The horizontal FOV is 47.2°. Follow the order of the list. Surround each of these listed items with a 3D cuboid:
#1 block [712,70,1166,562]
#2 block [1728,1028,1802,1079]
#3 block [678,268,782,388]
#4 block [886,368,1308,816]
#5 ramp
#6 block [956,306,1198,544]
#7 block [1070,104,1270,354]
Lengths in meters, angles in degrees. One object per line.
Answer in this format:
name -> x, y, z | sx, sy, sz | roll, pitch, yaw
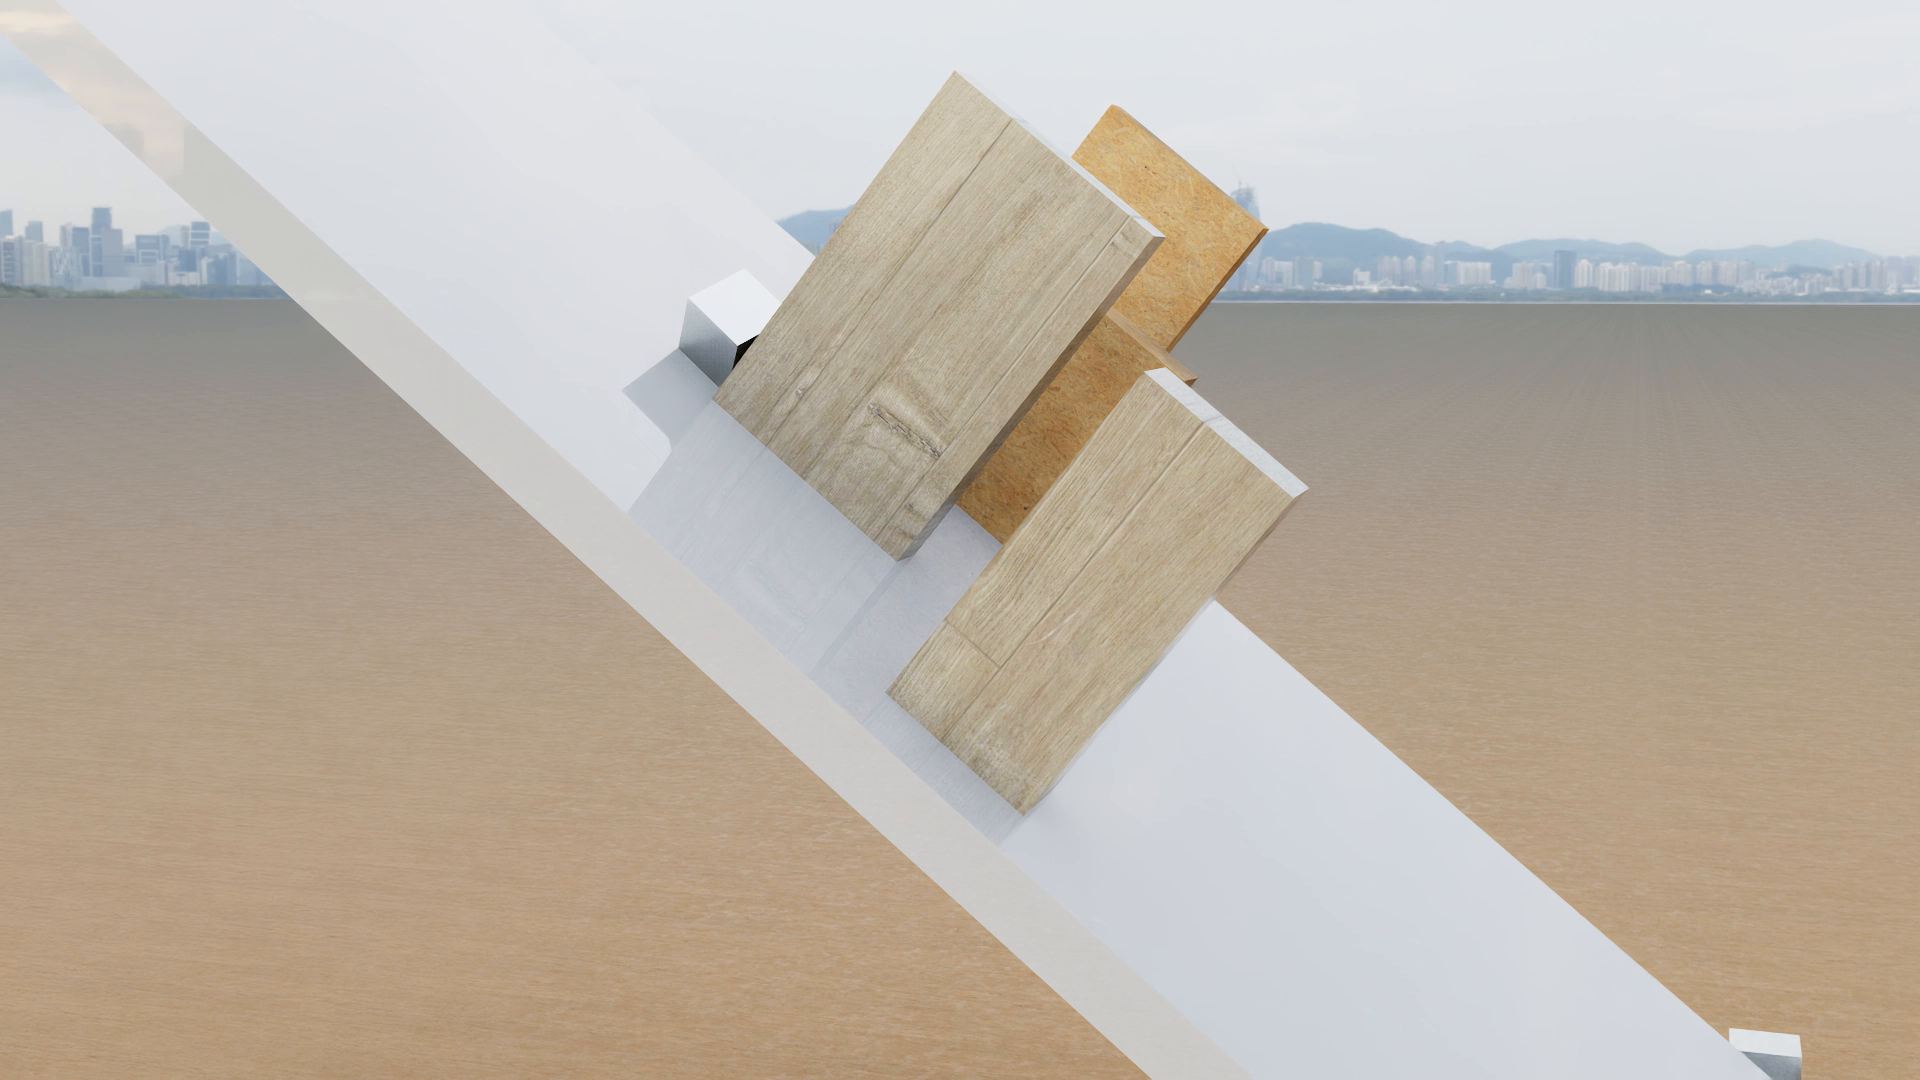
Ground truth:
block -> -0.044, -0.371, 3.701 | 0.431, 0.698, 0.098 | 41, 16, 9
block -> 1.786, 1.188, 4.888 | 0.148, 0.148, 0.148 | 2, 7, 18
block -> -0.394, -0.366, 3.860 | 0.130, 0.130, 0.130 | -34, 68, -34
block -> 0.195, 0.074, 3.176 | 0.270, 0.606, 0.149 | 41, 16, 9
ramp -> -0.011, 0.061, 4.045 | 4.000, 0.100, 2.000 | 41, 16, 9
block -> 0.150, -0.253, 4.223 | 0.387, 0.466, 0.133 | 41, 16, 9
block -> 0.256, -0.494, 4.627 | 0.407, 0.731, 0.083 | 41, 16, 9
